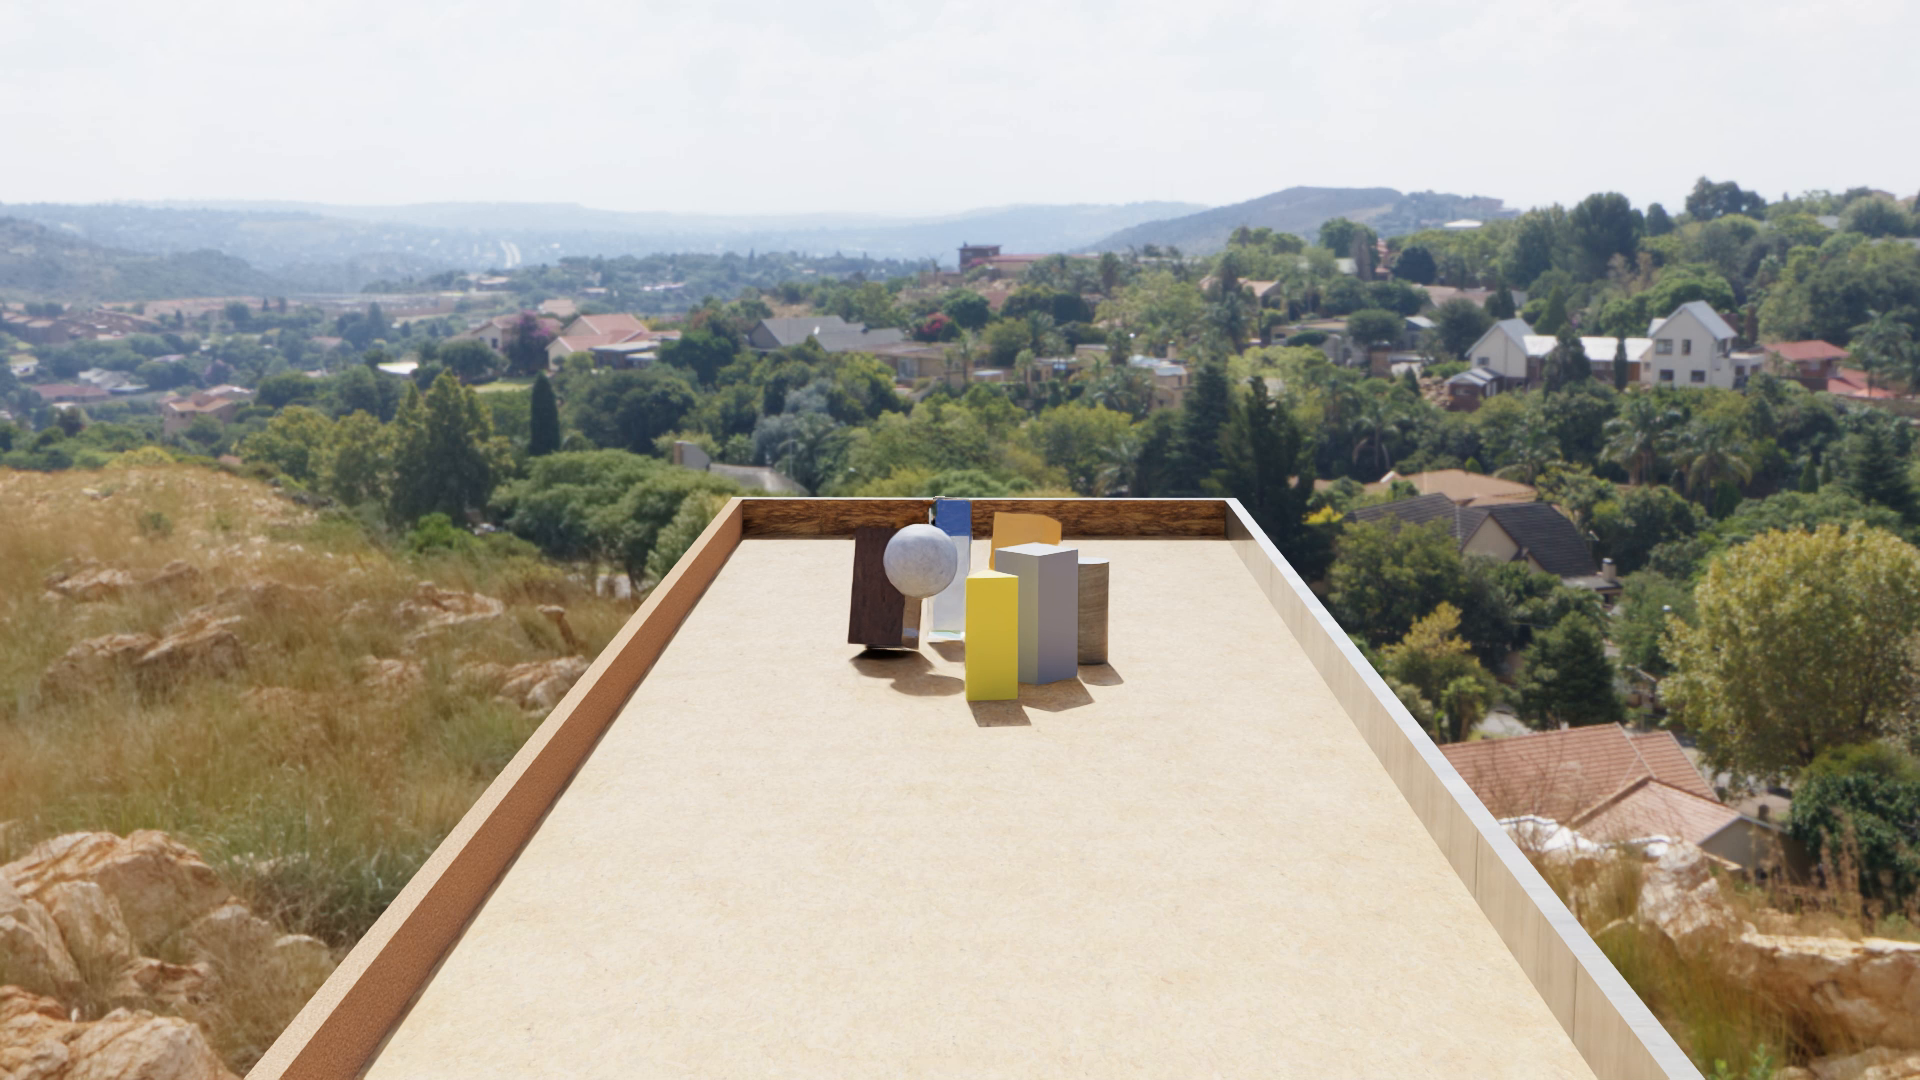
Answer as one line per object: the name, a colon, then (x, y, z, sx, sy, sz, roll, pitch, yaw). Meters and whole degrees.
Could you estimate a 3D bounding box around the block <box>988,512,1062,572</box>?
block: (0.192, 0.127, 6.844, 0.164, 0.397, 0.164, 4, -7, 22)

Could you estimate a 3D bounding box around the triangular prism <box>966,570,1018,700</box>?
triangular prism: (0.081, 0.266, 6.212, 0.145, 0.349, 0.126, -1, 9, -8)

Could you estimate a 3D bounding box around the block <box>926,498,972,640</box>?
block: (-0.036, 0.094, 6.993, 0.114, 0.428, 0.114, 5, -17, -12)

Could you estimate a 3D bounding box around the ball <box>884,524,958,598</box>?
ball: (-0.117, 0.063, 6.589, 0.224, 0.224, 0.224, 0, 9, 0)

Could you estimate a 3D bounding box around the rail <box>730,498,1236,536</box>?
rail: (0.099, -0.098, 9.147, 2.100, 0.150, 0.050, 0, 9, 1)

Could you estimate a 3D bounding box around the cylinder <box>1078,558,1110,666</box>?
cylinder: (0.389, 0.215, 6.660, 0.123, 0.311, 0.123, 0, 9, 0)

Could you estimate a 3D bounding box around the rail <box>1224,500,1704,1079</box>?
rail: (1.046, 0.843, 3.208, 0.050, 0.150, 12.000, 0, 9, 1)

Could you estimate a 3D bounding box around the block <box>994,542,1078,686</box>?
block: (0.223, 0.214, 6.447, 0.173, 0.380, 0.173, 9, 13, 44)

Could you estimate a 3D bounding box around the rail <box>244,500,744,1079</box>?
rail: (-1.004, 0.839, 3.234, 0.050, 0.150, 12.000, 0, 9, 1)

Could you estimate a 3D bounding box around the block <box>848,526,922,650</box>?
block: (-0.223, 0.152, 6.792, 0.173, 0.360, 0.173, 2, -6, 17)
